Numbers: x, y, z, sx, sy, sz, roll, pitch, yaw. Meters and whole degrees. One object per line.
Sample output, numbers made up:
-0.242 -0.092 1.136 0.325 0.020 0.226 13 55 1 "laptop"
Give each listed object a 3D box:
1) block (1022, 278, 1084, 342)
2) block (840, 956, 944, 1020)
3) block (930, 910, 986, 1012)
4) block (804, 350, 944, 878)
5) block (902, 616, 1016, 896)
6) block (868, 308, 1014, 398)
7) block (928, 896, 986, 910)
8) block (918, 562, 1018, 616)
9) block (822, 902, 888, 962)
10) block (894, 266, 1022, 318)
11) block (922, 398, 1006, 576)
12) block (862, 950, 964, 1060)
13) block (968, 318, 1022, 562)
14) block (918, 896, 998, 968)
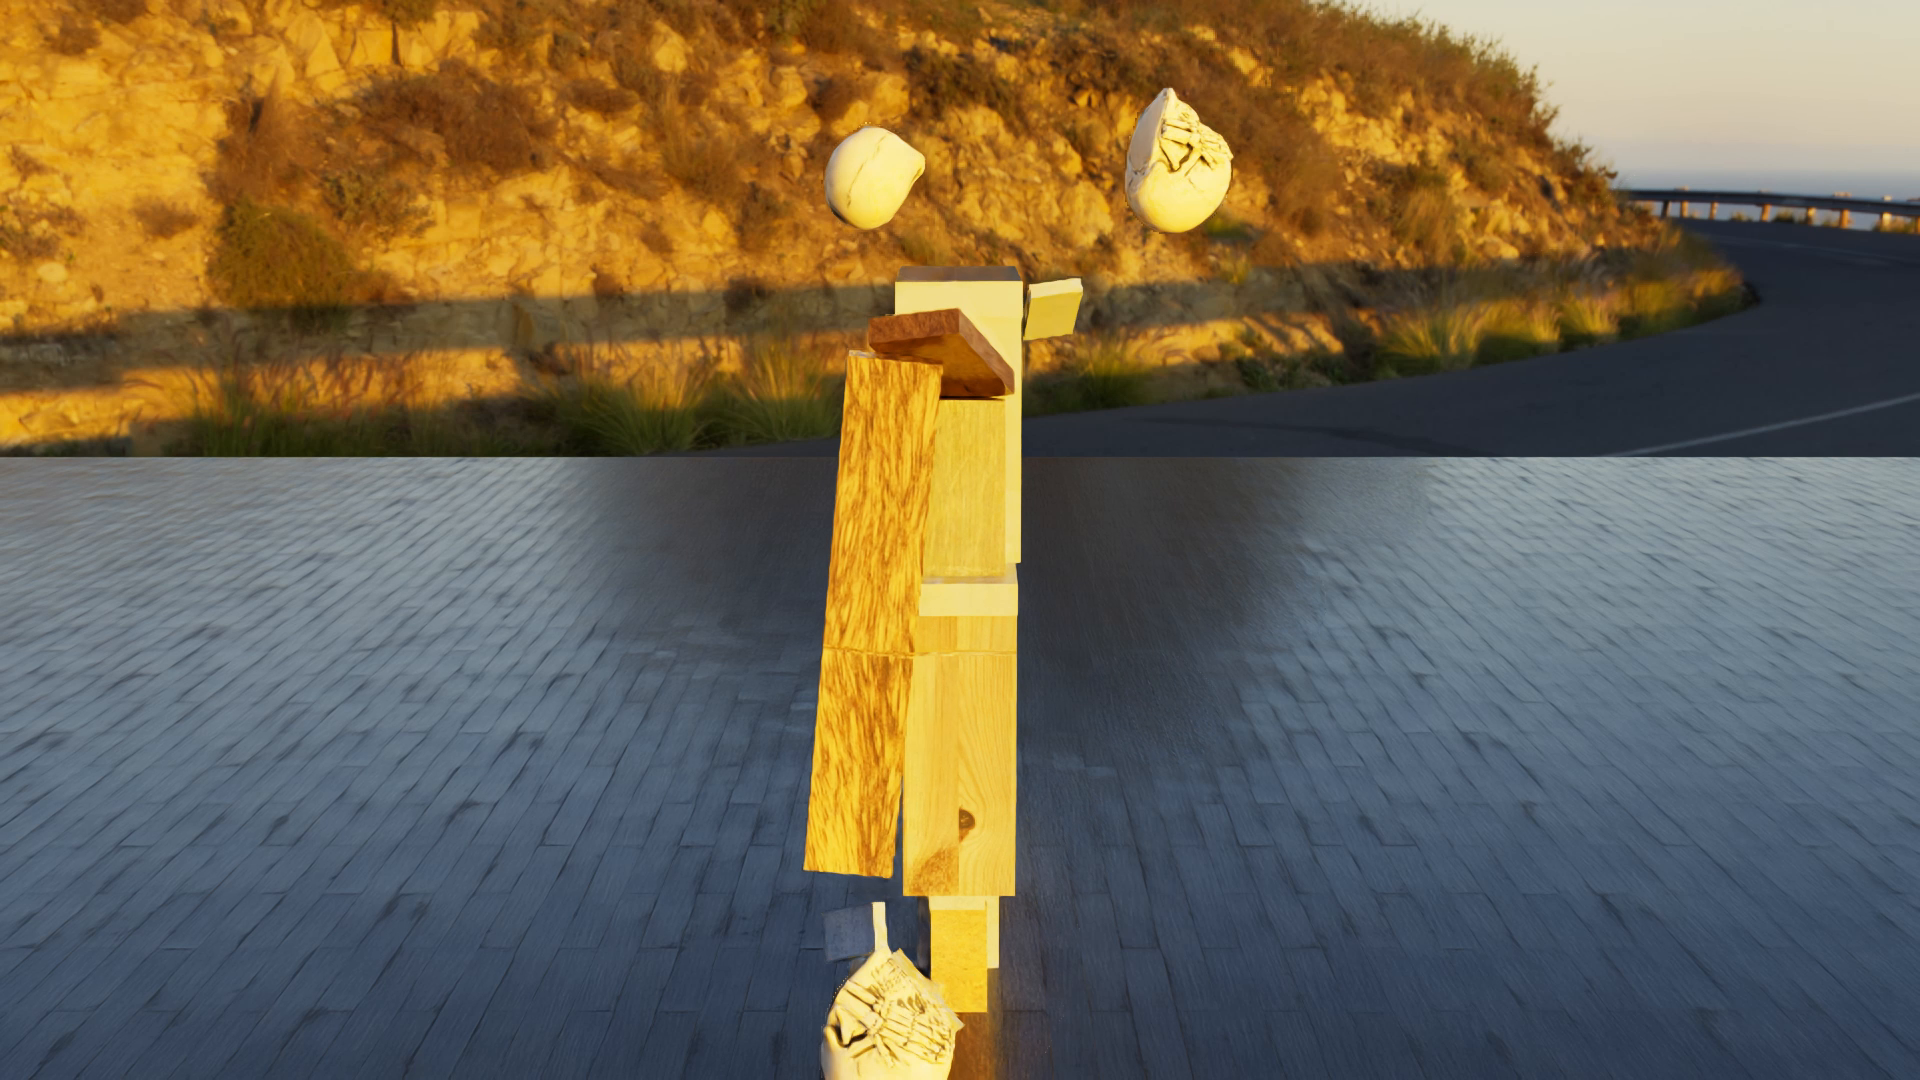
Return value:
0.152 -0.383 3.663 0.086 0.024 0.171 -9 -18 -7 "block"
-0.096 0.643 3.118 0.136 0.068 0.019 16 3 17 "block"
-0.002 0.601 3.169 0.081 0.161 0.023 0 11 0 "block"
-0.119 0.111 2.961 0.123 0.733 0.035 6 18 -1 "block"
-0.001 0.298 3.105 0.159 0.413 0.045 0 10 0 "block"
-0.022 -0.244 2.941 0.123 0.035 0.246 -5 -17 17 "block"
-0.005 0.501 3.205 0.081 0.023 0.161 0 11 -1 "block"
0.000 0.053 3.168 0.159 0.045 0.319 0 11 0 "block"
-0.147 0.549 3.078 0.019 0.068 0.136 5 -18 -34 "block"
-0.002 -0.366 3.225 0.177 0.050 0.354 0 11 0 "block"
0.001 -0.074 3.050 0.123 0.246 0.035 0 12 0 "block"
-0.065 0.637 3.019 0.136 0.068 0.019 48 10 11 "block"
-0.002 -0.146 3.146 0.177 0.354 0.050 0 11 0 "block"
-0.003 0.527 3.339 0.122 0.244 0.035 0 11 0 "block"
